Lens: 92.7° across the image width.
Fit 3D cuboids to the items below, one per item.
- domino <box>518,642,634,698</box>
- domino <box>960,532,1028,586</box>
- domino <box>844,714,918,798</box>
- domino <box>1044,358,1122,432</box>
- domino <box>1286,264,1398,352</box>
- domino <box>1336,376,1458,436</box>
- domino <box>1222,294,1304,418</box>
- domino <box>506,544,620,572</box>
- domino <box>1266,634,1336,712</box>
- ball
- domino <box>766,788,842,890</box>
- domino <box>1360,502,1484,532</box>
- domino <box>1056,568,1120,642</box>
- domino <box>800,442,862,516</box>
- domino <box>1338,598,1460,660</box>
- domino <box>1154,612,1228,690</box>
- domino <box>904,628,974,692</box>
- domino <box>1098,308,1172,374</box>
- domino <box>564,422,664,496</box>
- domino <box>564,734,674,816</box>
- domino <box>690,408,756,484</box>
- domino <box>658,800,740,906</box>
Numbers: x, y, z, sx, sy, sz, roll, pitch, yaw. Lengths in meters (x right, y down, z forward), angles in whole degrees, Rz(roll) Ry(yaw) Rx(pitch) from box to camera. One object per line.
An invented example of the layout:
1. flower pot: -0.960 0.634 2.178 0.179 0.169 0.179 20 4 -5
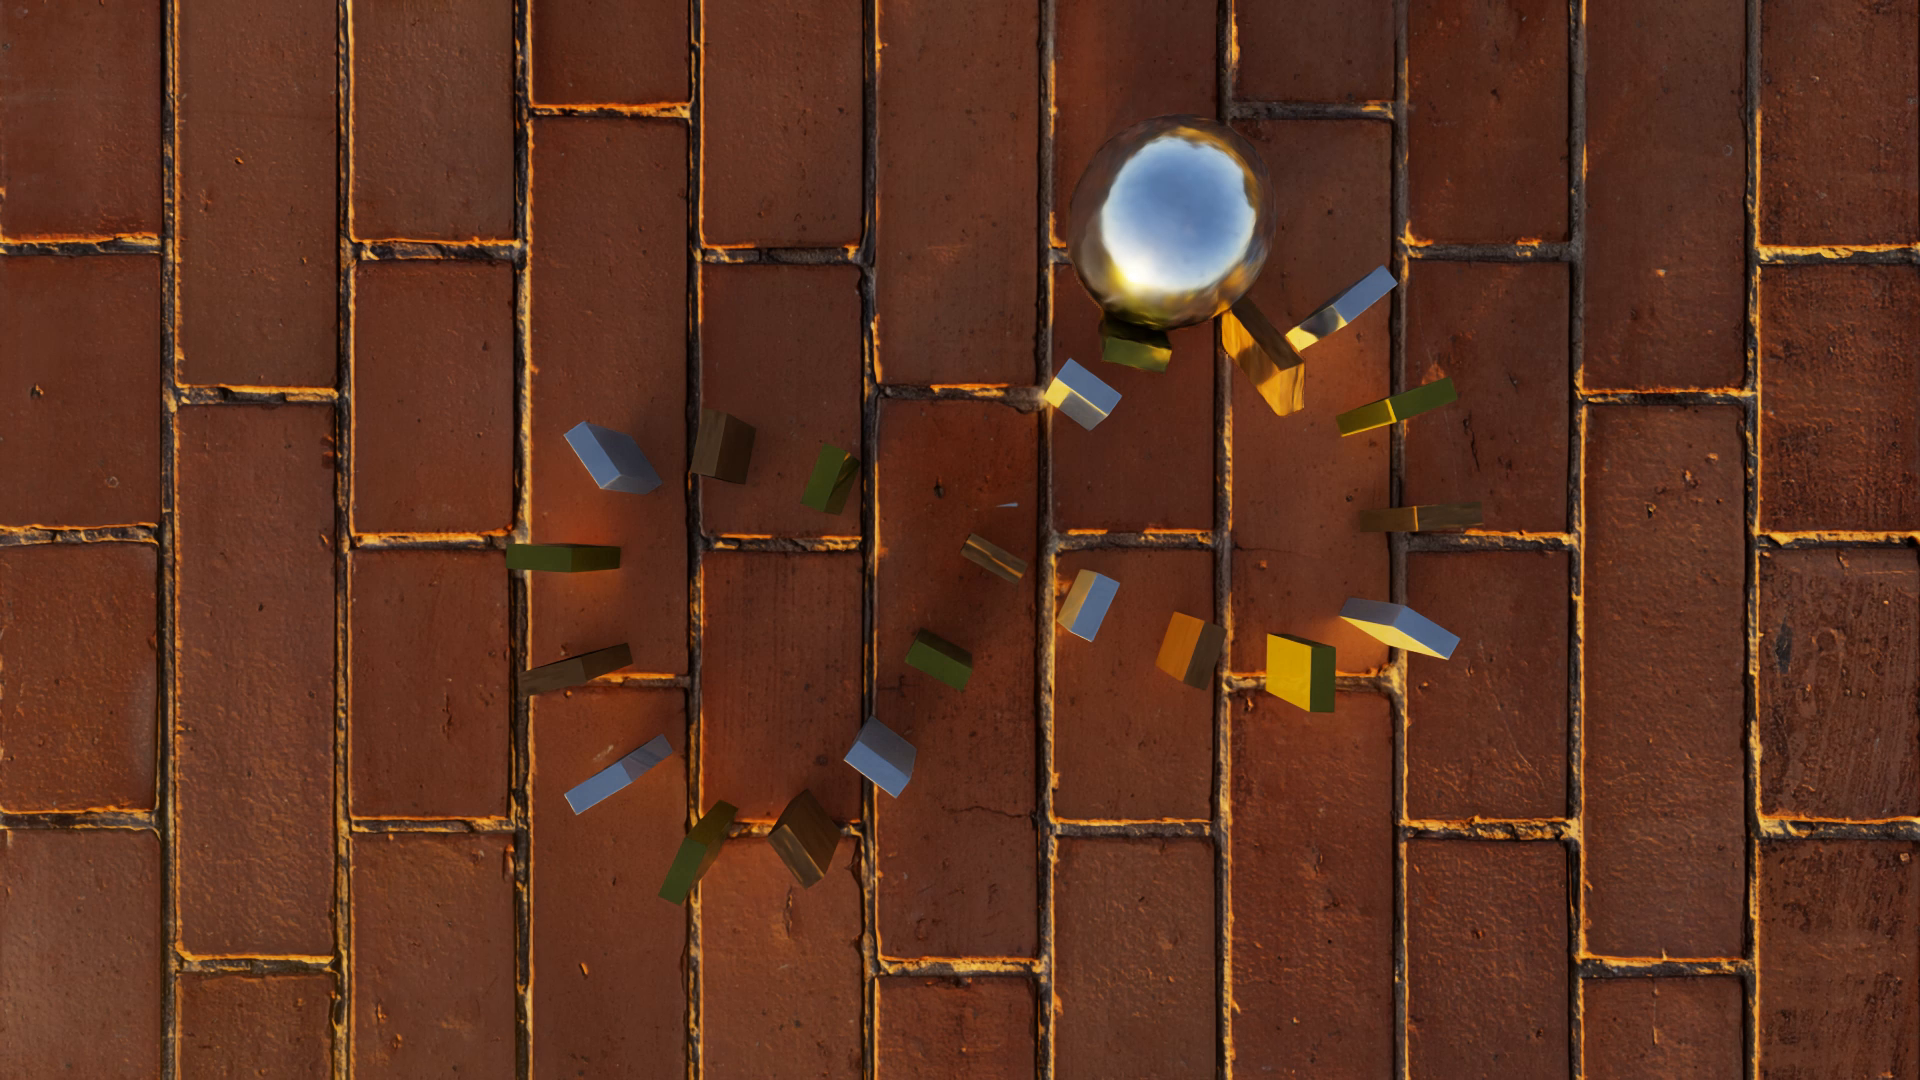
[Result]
1. domino: -0.156 0.052 0.375 0.025 0.050 0.009 -15 90 0
2. domino: 0.013 0.007 0.375 0.025 0.050 0.010 29 90 0
3. domino: -0.032 0.088 0.375 0.025 0.050 0.009 36 90 0
4. domino: 0.049 -0.059 0.375 0.025 0.050 0.010 36 90 0
5. domino: 0.155 -0.094 0.375 0.025 0.050 0.009 -39 90 0
6. domino: 0.177 -0.054 0.375 0.025 0.050 0.009 -20 90 0
7. domino: 0.123 -0.076 0.374 0.010 0.025 0.050 -21 50 1
8. domino: -0.161 0.007 0.375 0.025 0.050 0.009 4 90 0
9. domino: 0.139 0.053 0.375 0.009 0.050 0.025 1 90 0
10. ball: 0.082 -0.124 0.360 0.080 0.080 0.080 0 90 0
11. domino: -0.063 0.121 0.375 0.010 0.050 0.025 -37 90 0
12. domino: 0.187 -0.009 0.375 0.025 0.050 0.009 -4 90 0
13. domino: 0.052 0.026 0.375 0.009 0.050 0.025 26 90 0
14. domino: -0.052 -0.024 0.375 0.010 0.050 0.025 22 90 0
15. domino: 0.178 0.035 0.375 0.025 0.050 0.009 31 90 0
16. domino: 0.094 0.044 0.375 0.009 0.050 0.025 20 90 0
17. domino: -0.008 0.048 0.375 0.025 0.050 0.010 28 90 0
18. domino: 0.071 -0.083 0.376 0.025 0.050 0.009 12 118 0
19. domino: -0.140 -0.033 0.375 0.009 0.050 0.025 -35 90 0
20. domino: -0.138 0.095 0.375 0.025 0.050 0.010 -31 90 0
21. domino: -0.096 -0.037 0.375 0.010 0.050 0.025 11 90 0
22. domino: -0.106 0.127 0.375 0.010 0.050 0.025 25 90 0
